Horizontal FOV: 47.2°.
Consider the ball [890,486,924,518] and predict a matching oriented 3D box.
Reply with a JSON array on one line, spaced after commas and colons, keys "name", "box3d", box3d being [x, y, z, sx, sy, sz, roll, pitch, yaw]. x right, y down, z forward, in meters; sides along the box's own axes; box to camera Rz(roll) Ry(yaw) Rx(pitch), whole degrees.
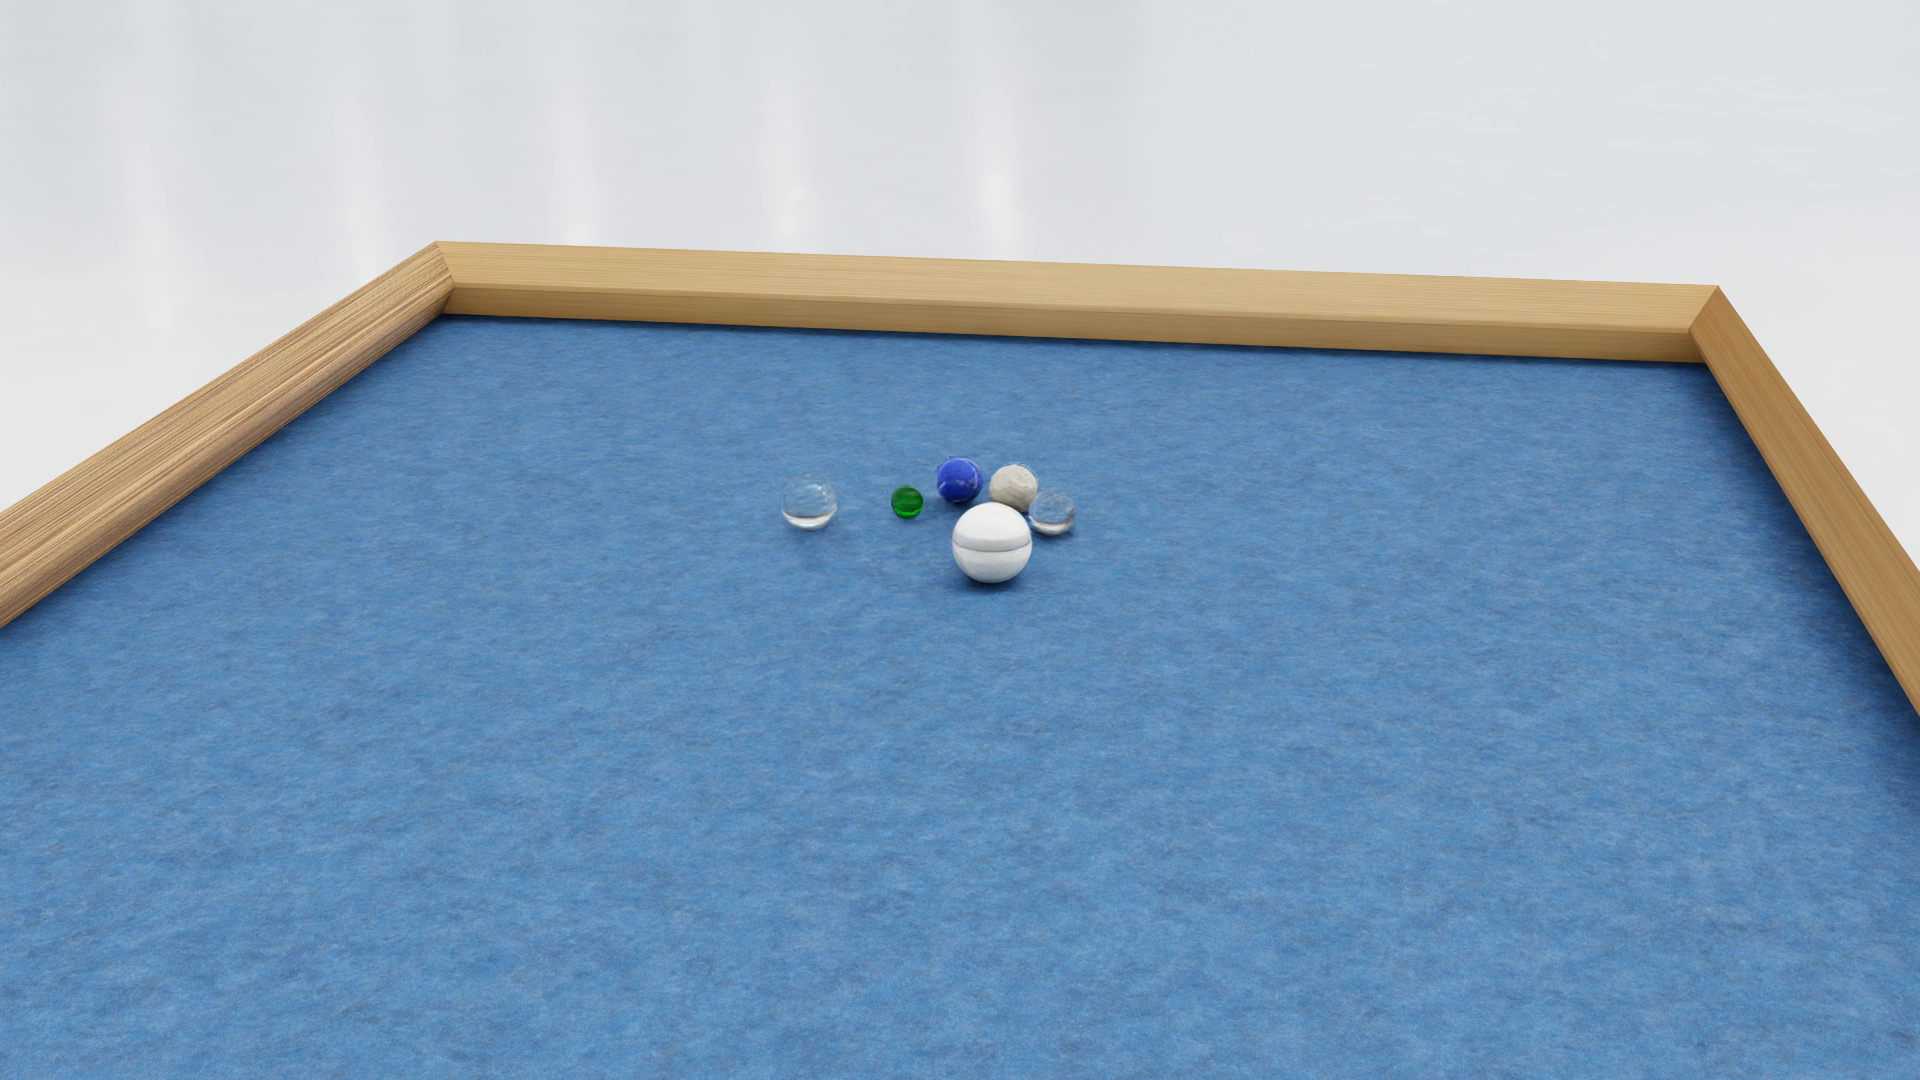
[{"name": "ball", "box3d": [-0.066, -0.047, 2.736, 0.040, 0.040, 0.040, 0, 21, 0]}]

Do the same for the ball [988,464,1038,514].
[{"name": "ball", "box3d": [0.067, -0.063, 2.746, 0.062, 0.062, 0.062, 0, 21, 0]}]

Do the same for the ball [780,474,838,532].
[{"name": "ball", "box3d": [-0.185, -0.046, 2.691, 0.070, 0.070, 0.070, 0, 21, 0]}]

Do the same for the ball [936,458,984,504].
[{"name": "ball", "box3d": [0.000, -0.075, 2.780, 0.060, 0.060, 0.060, 0, 21, 0]}]

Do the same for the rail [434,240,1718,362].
[{"name": "rail", "box3d": [0.142, -0.374, 3.474, 2.036, 0.121, 0.045, 3, 21, 8]}]

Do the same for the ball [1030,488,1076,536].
[{"name": "ball", "box3d": [0.113, -0.034, 2.677, 0.057, 0.057, 0.057, 0, 21, 0]}]

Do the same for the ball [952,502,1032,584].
[{"name": "ball", "box3d": [0.036, 0.004, 2.530, 0.093, 0.093, 0.093, 0, 21, 0]}]

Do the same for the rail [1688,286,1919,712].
[{"name": "rail", "box3d": [0.839, 0.379, 1.507, 0.045, 0.121, 4.014, 3, 21, 8]}]

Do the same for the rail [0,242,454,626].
[{"name": "rail", "box3d": [-1.129, 0.276, 1.776, 0.045, 0.121, 4.014, 3, 21, 8]}]
